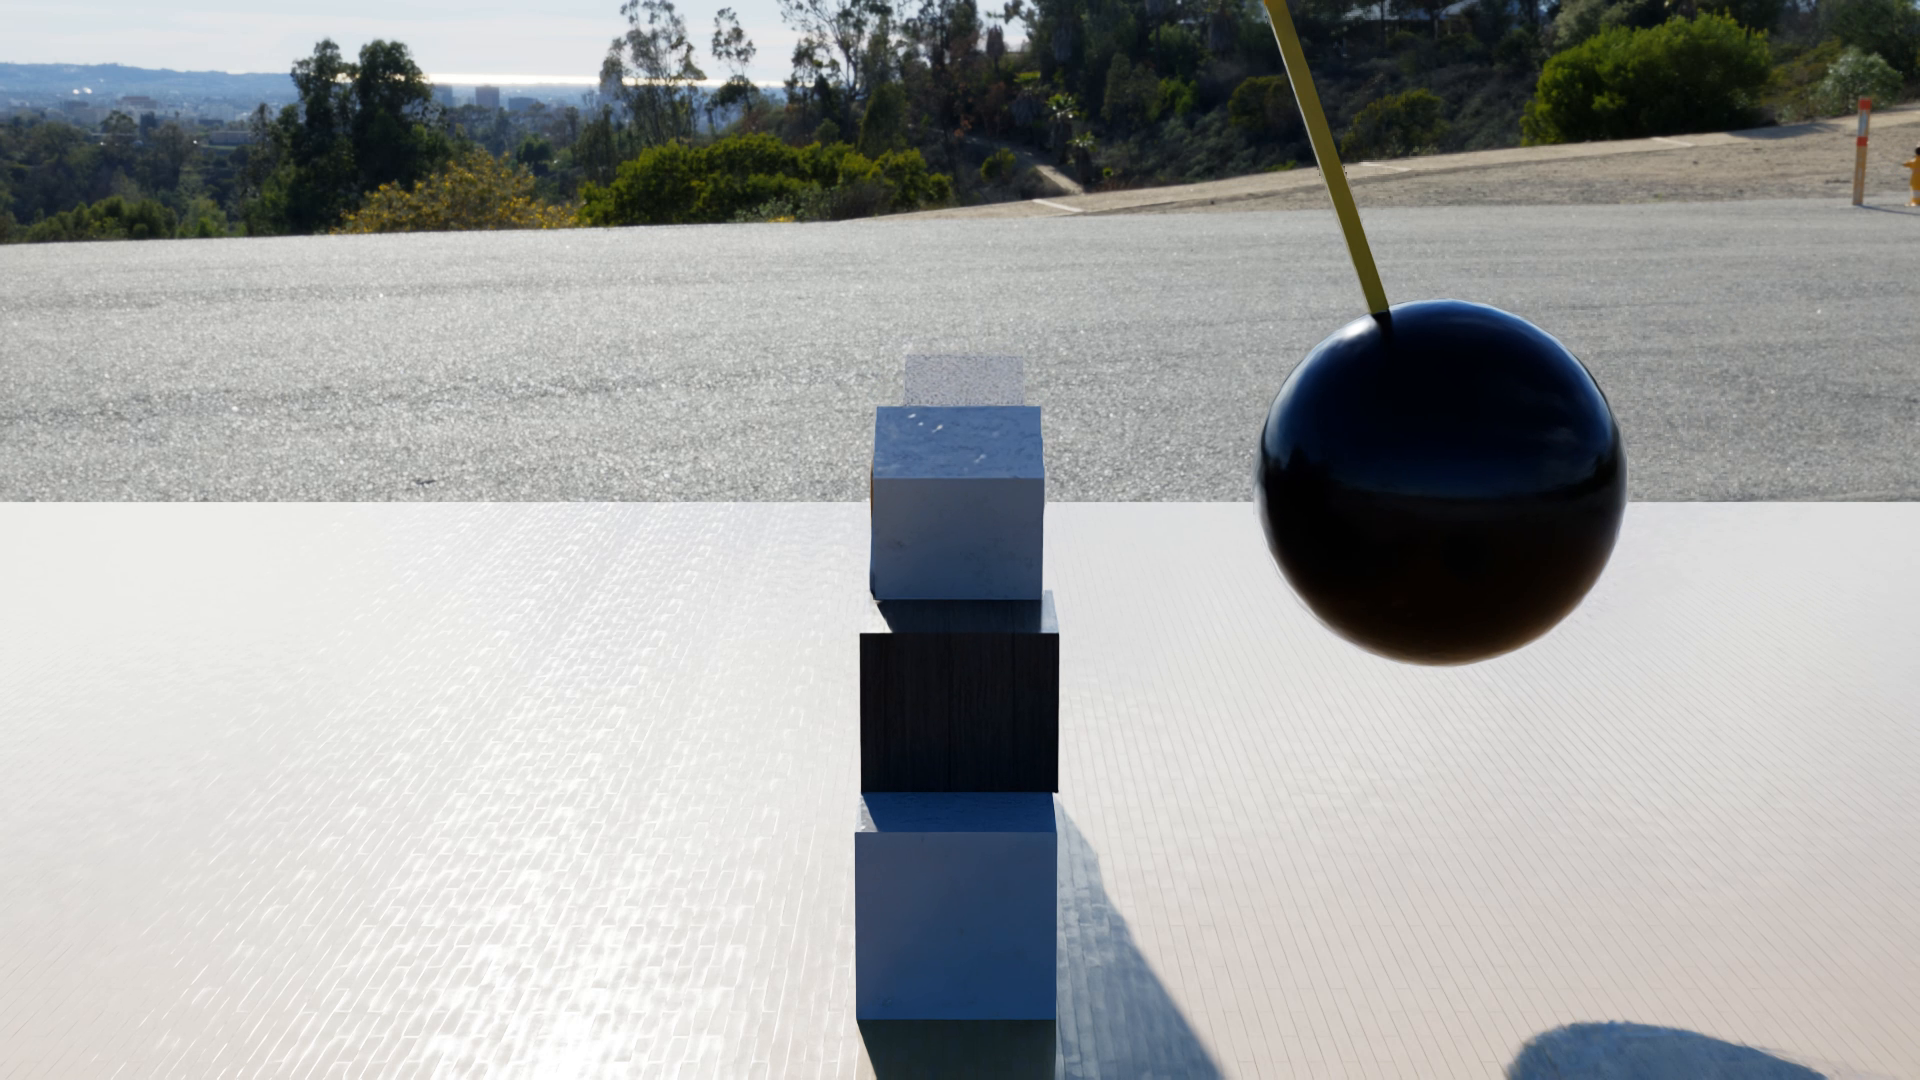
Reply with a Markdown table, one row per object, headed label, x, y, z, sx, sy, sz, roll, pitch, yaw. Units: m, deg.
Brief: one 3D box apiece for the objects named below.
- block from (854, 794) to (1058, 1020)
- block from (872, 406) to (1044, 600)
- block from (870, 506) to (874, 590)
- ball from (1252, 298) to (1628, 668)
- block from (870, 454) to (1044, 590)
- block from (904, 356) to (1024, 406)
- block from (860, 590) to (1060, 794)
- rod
| label | x | y | z | sx | sy | sz | roll | pitch | yaw |
| --- | --- | --- | --- | --- | --- | --- | --- | --- | --- |
| block | -0.015 | 1.381 | 9.924 | 0.754 | 0.731 | 0.694 | 0 | 10 | 0 |
| block | -0.006 | -0.158 | 10.562 | 0.680 | 0.567 | 0.614 | 0 | 31 | 0 |
| block | -0.018 | 0.312 | 11.167 | 0.717 | 0.840 | 0.765 | 0 | 29 | 0 |
| ball | 2.074 | -0.246 | 11.136 | 1.600 | 1.600 | 1.600 | 0 | 10 | 0 |
| block | -0.014 | 0.041 | 11.989 | 0.780 | 0.885 | 0.716 | 0 | 10 | 0 |
| block | 0.018 | -0.446 | 11.104 | 0.507 | 0.542 | 0.505 | 0 | 29 | 0 |
| block | -0.003 | 0.599 | 10.345 | 0.774 | 0.643 | 0.785 | 0 | 11 | 0 |
| rod | 0.899 | -3.385 | 10.565 | 0.080 | 5.200 | 0.080 | -20 | 10 | 4 |
